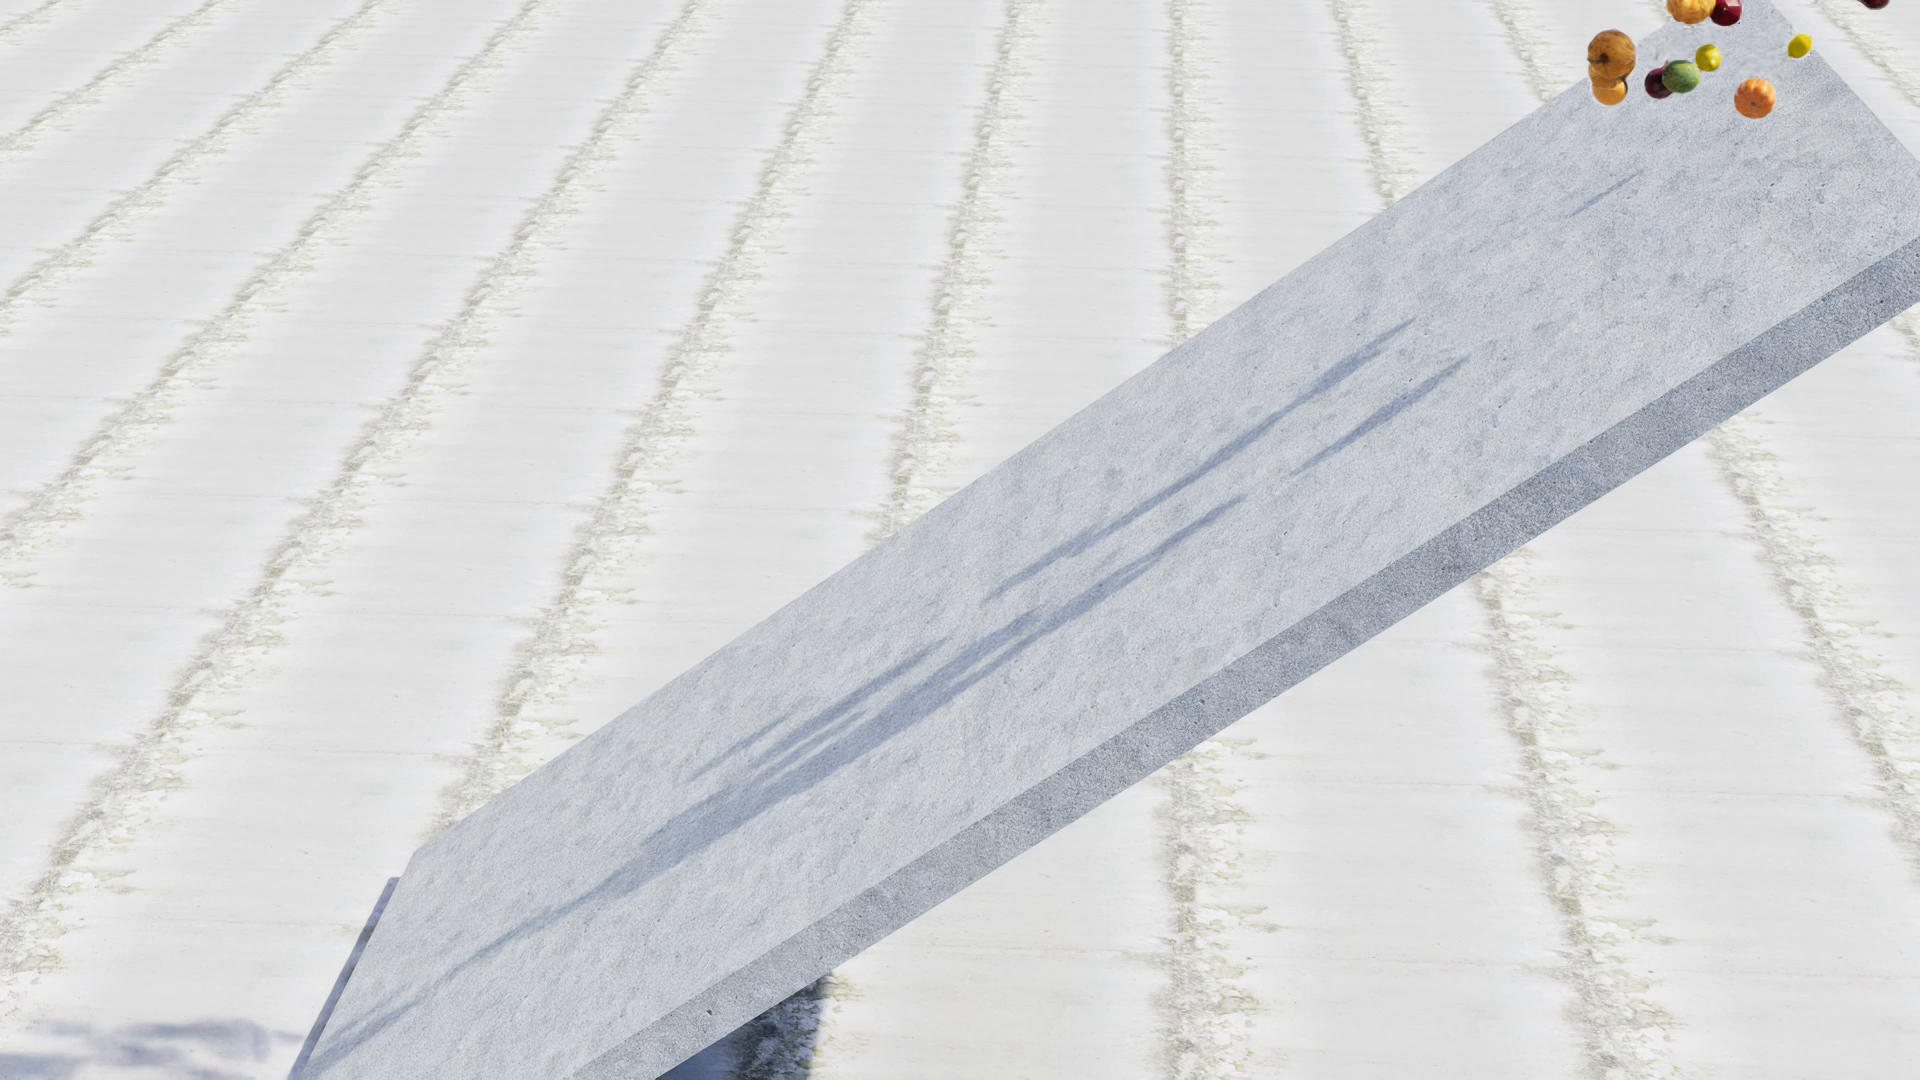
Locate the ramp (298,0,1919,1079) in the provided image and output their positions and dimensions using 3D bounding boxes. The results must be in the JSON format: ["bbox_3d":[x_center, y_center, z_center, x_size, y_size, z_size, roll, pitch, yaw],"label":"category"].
[{"bbox_3d":[0.133,0.176,6.313,4.000,0.100,2.000,-33,16,16],"label":"ramp"}]
